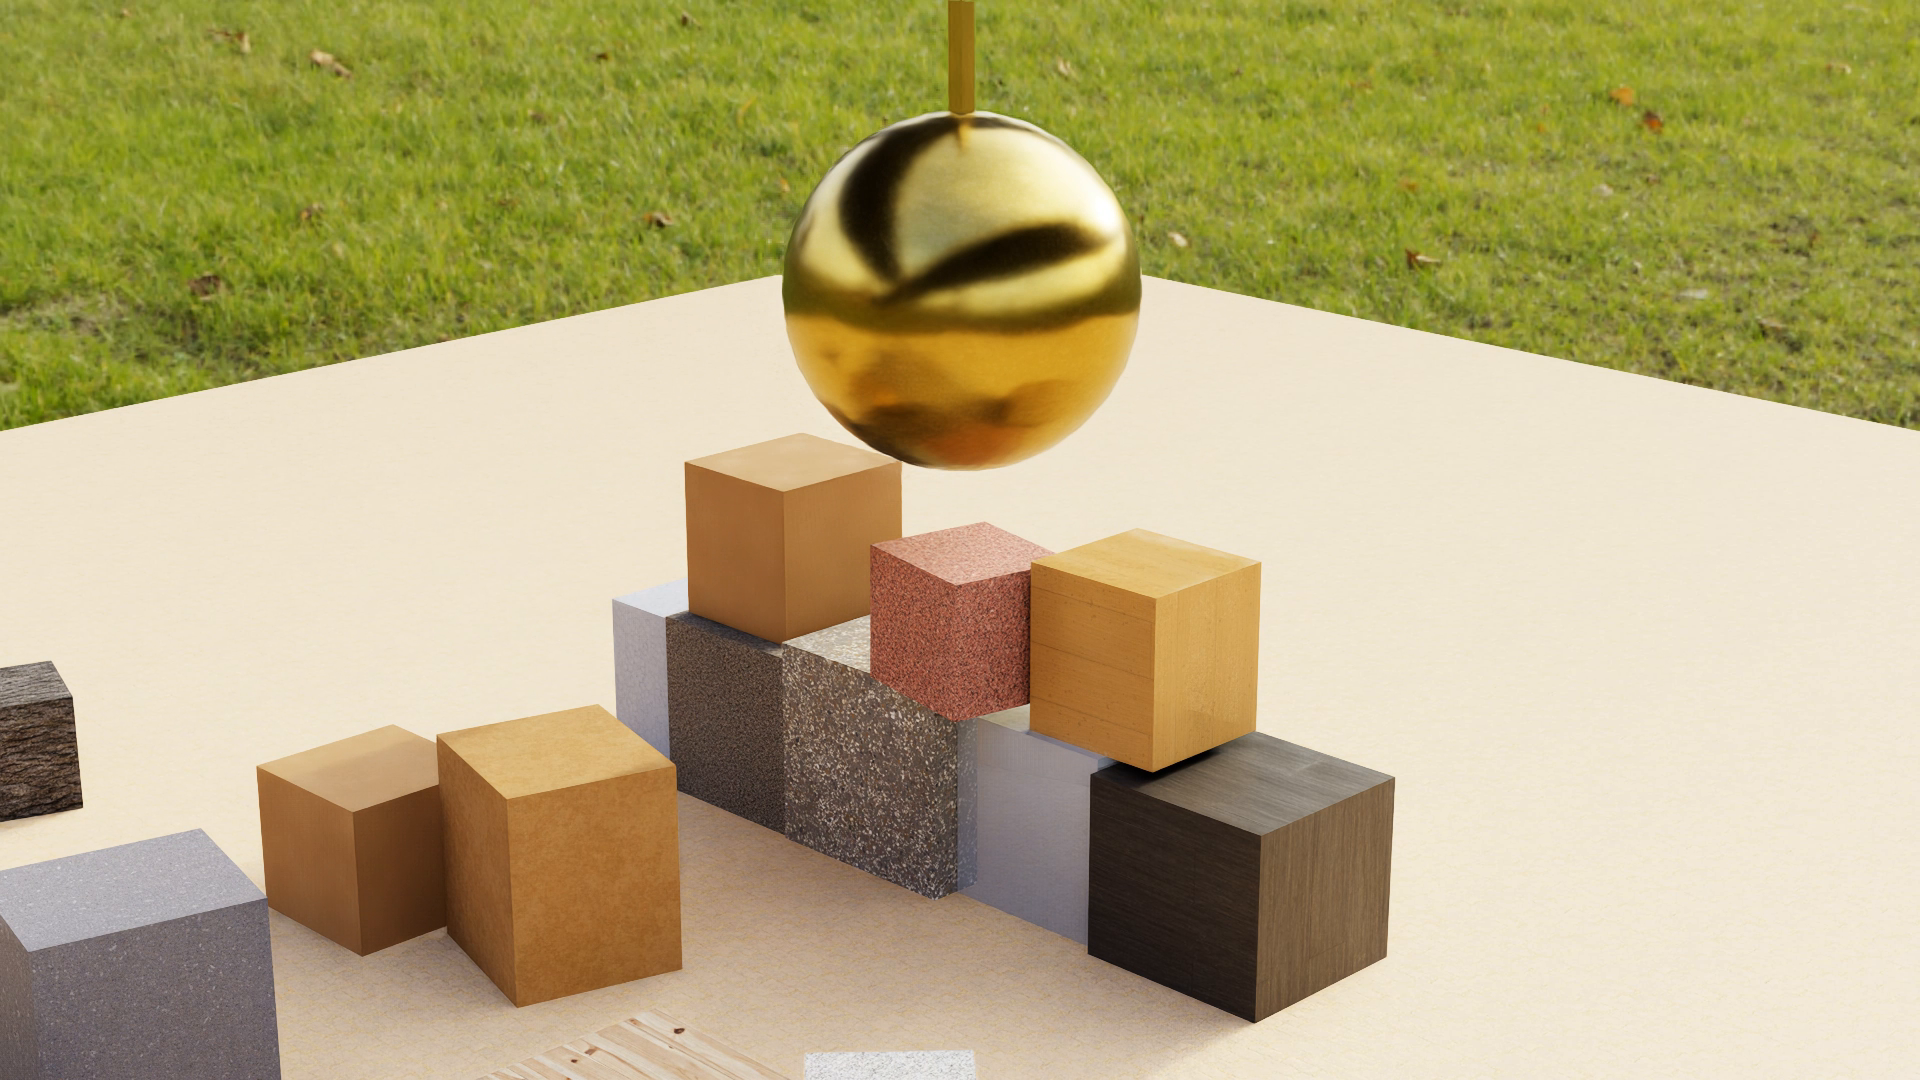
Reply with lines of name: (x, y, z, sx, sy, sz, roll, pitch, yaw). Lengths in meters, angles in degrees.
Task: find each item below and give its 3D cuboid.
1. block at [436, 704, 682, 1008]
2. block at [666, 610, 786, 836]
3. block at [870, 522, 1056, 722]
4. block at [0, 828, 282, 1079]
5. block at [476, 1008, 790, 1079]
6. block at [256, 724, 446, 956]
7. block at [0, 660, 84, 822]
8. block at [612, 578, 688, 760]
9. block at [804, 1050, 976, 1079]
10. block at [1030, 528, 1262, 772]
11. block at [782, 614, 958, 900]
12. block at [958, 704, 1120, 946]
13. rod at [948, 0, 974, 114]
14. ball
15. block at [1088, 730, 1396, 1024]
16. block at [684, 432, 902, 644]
block: (-1.716, 1.332, 12.546, 0.749, 0.935, 0.834, -10, 20, -28)
block: (-0.771, 0.780, 14.376, 0.998, 0.891, 0.858, -17, 24, -42)
block: (0.044, 0.349, 12.926, 0.616, 0.622, 0.664, -12, 22, -33)
block: (-3.197, 1.748, 11.277, 0.894, 0.902, 0.786, -11, 20, -30)
block: (-1.085, 2.213, 9.928, 0.791, 0.825, 0.795, -16, 24, -41)
block: (-2.585, 1.319, 13.025, 0.748, 0.673, 0.722, 17, 24, 42)
block: (-4.609, 0.983, 14.256, 0.525, 0.577, 0.572, -8, 19, -25)
block: (-1.303, 0.670, 14.911, 0.635, 0.780, 0.648, -17, 24, -42)
block: (-0.240, 2.219, 10.332, 0.606, 0.571, 0.682, -1, 17, -2)
block: (0.797, 0.460, 12.655, 0.705, 0.770, 0.689, 16, 24, 42)
block: (-0.107, 0.939, 13.722, 1.005, 0.981, 1.025, 17, 24, 42)
block: (0.553, 1.183, 13.109, 0.755, 0.882, 0.842, -17, 24, -42)
rod: (0.004, -4.343, 11.981, 0.080, 5.200, 0.080, 17, 24, 42)
ball: (0.008, -1.101, 13.004, 1.600, 1.600, 1.600, 0, 17, 0)
block: (1.195, 1.394, 12.518, 0.889, 0.835, 0.932, -17, 24, -42)
block: (-0.800, -0.016, 14.158, 0.755, 0.759, 0.716, -17, 24, -42)
